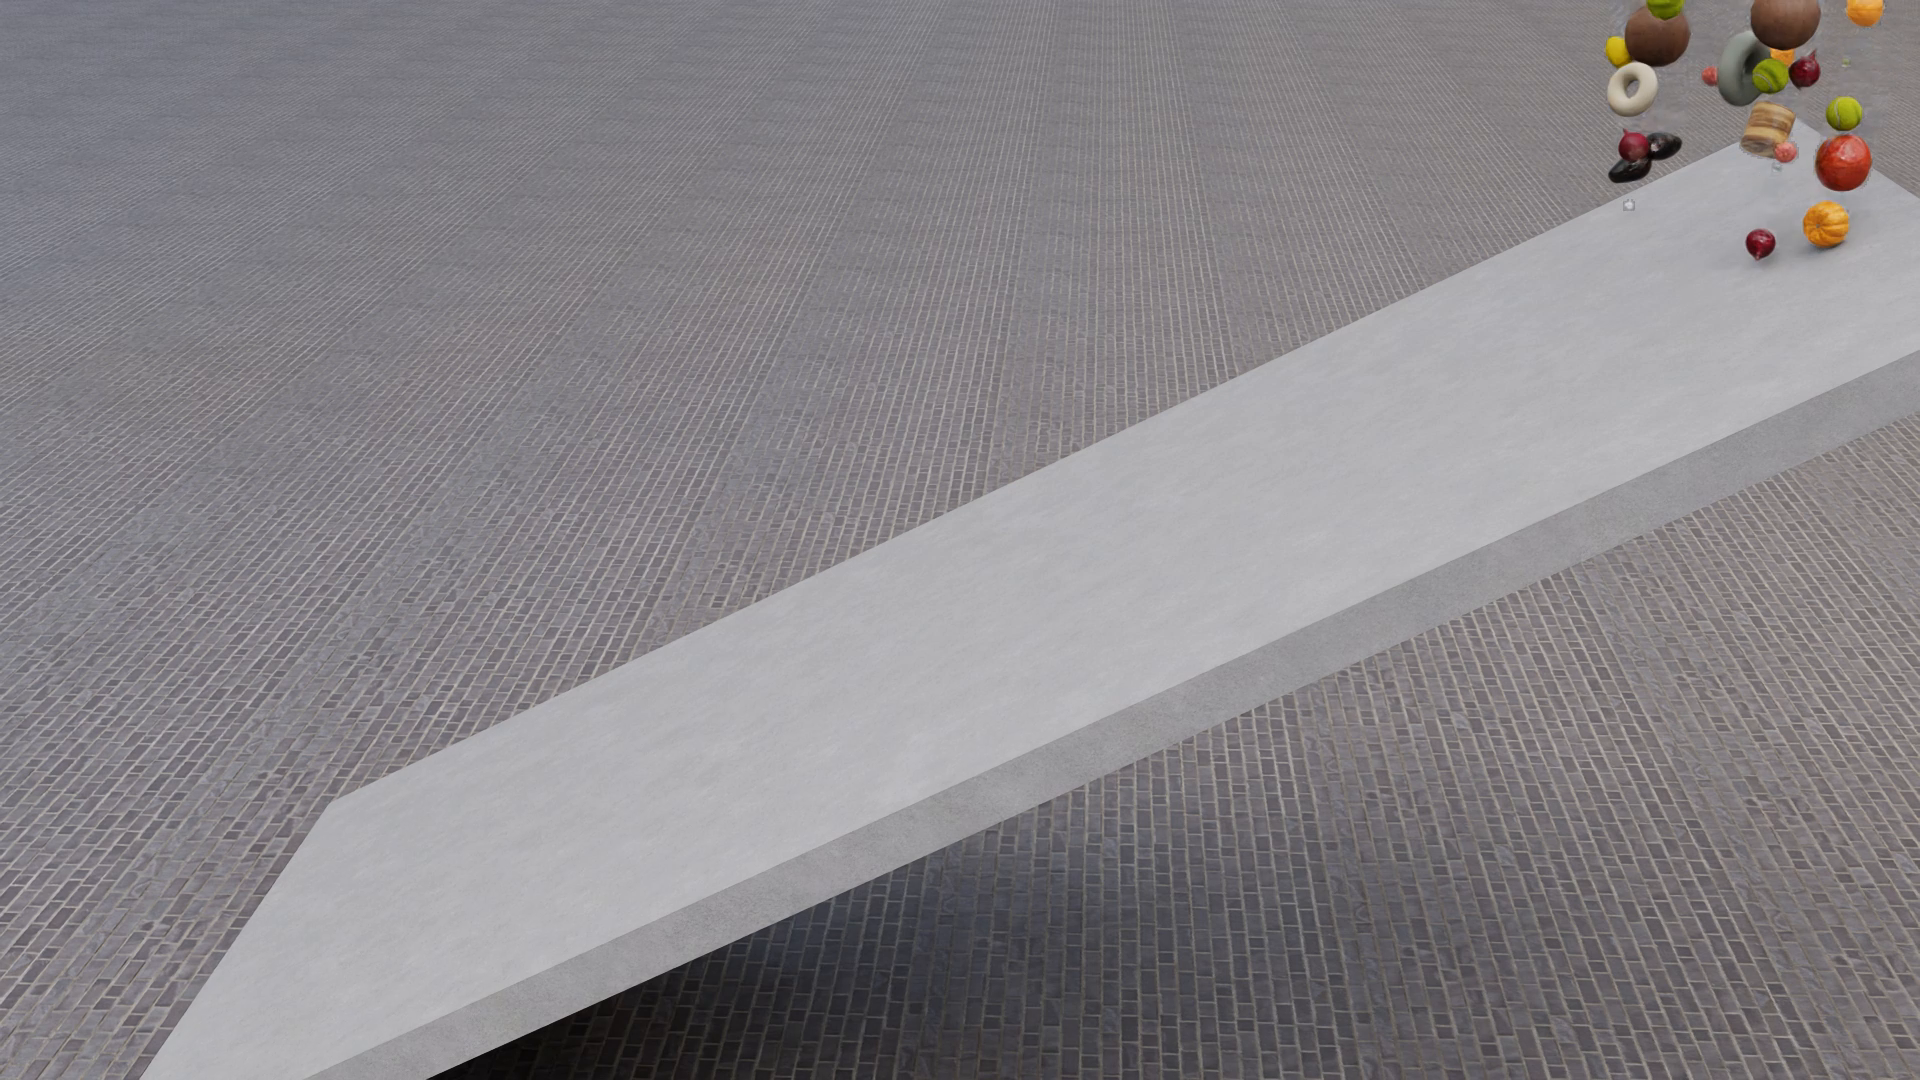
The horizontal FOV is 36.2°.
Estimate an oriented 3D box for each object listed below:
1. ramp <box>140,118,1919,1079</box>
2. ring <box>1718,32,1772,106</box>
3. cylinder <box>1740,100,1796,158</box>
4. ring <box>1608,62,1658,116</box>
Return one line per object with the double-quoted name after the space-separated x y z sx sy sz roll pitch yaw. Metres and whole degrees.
0.138 0.168 6.281 4.000 0.100 2.000 -25 14 10 "ramp"
1.545 -0.928 5.794 0.147 0.147 0.049 -15 25 -40 "ring"
1.636 -0.830 5.953 0.087 0.087 0.087 21 -6 2 "cylinder"
1.354 -0.907 5.923 0.038 0.113 0.113 14 3 -42 "ring"
